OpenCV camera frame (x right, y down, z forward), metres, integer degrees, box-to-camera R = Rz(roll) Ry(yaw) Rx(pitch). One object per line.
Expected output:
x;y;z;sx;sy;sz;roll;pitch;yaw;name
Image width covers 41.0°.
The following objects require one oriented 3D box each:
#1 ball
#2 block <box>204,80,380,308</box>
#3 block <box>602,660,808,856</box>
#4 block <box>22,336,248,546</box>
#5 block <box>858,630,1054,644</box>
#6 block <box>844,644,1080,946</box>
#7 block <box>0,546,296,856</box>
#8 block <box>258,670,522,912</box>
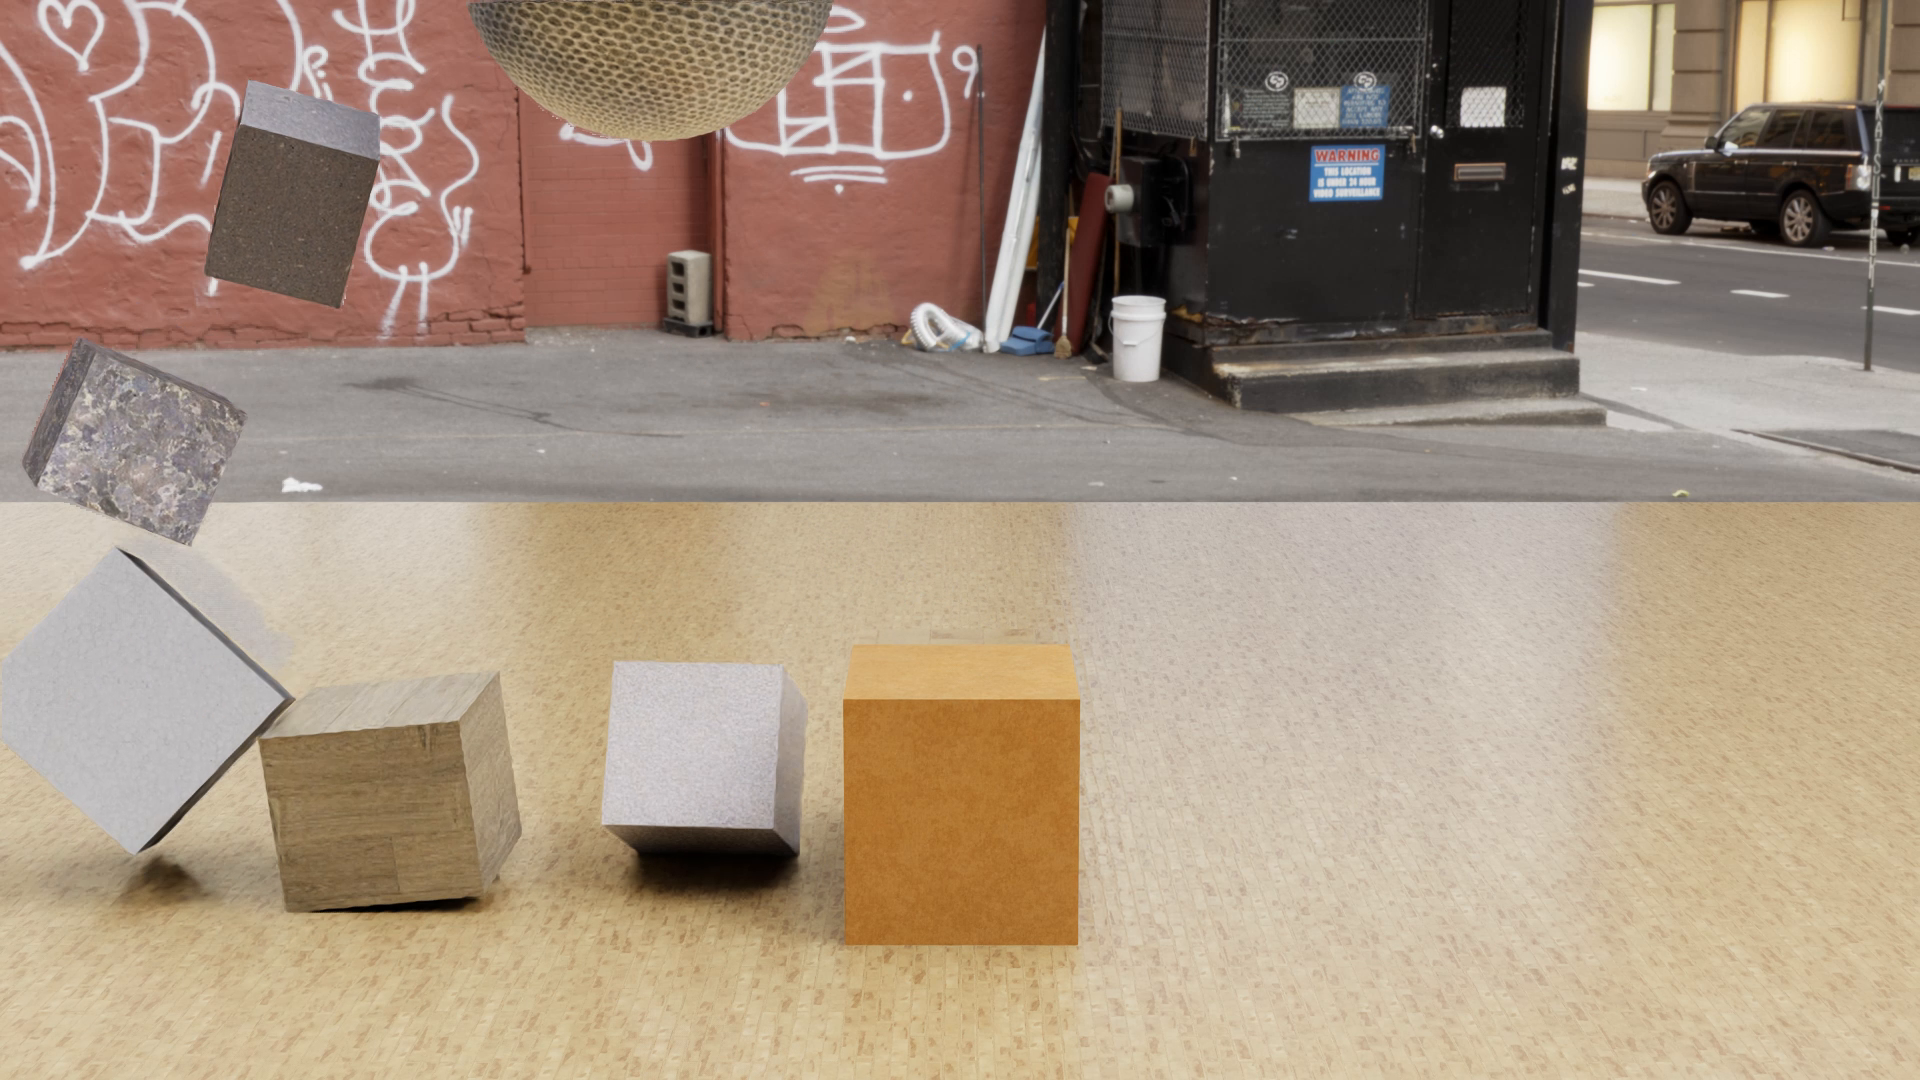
-1.297;-2.475;10.730;1.600;1.600;1.600;0;10;0;ball
-2.867;-1.492;11.040;0.575;0.691;0.608;13;24;-18;block
-1.119;0.981;11.417;0.744;0.717;0.776;1;-15;5;block
-3.631;-0.440;11.270;0.683;0.623;0.710;24;-1;-27;block
-0.020;0.950;11.868;0.916;0.885;0.974;0;10;0;block
0.007;1.056;10.873;0.951;1.031;1.003;0;10;0;block
-3.628;0.709;11.321;0.893;0.955;1.015;-48;6;-10;block
-2.458;1.081;11.171;0.851;0.770;0.815;-5;12;3;block
